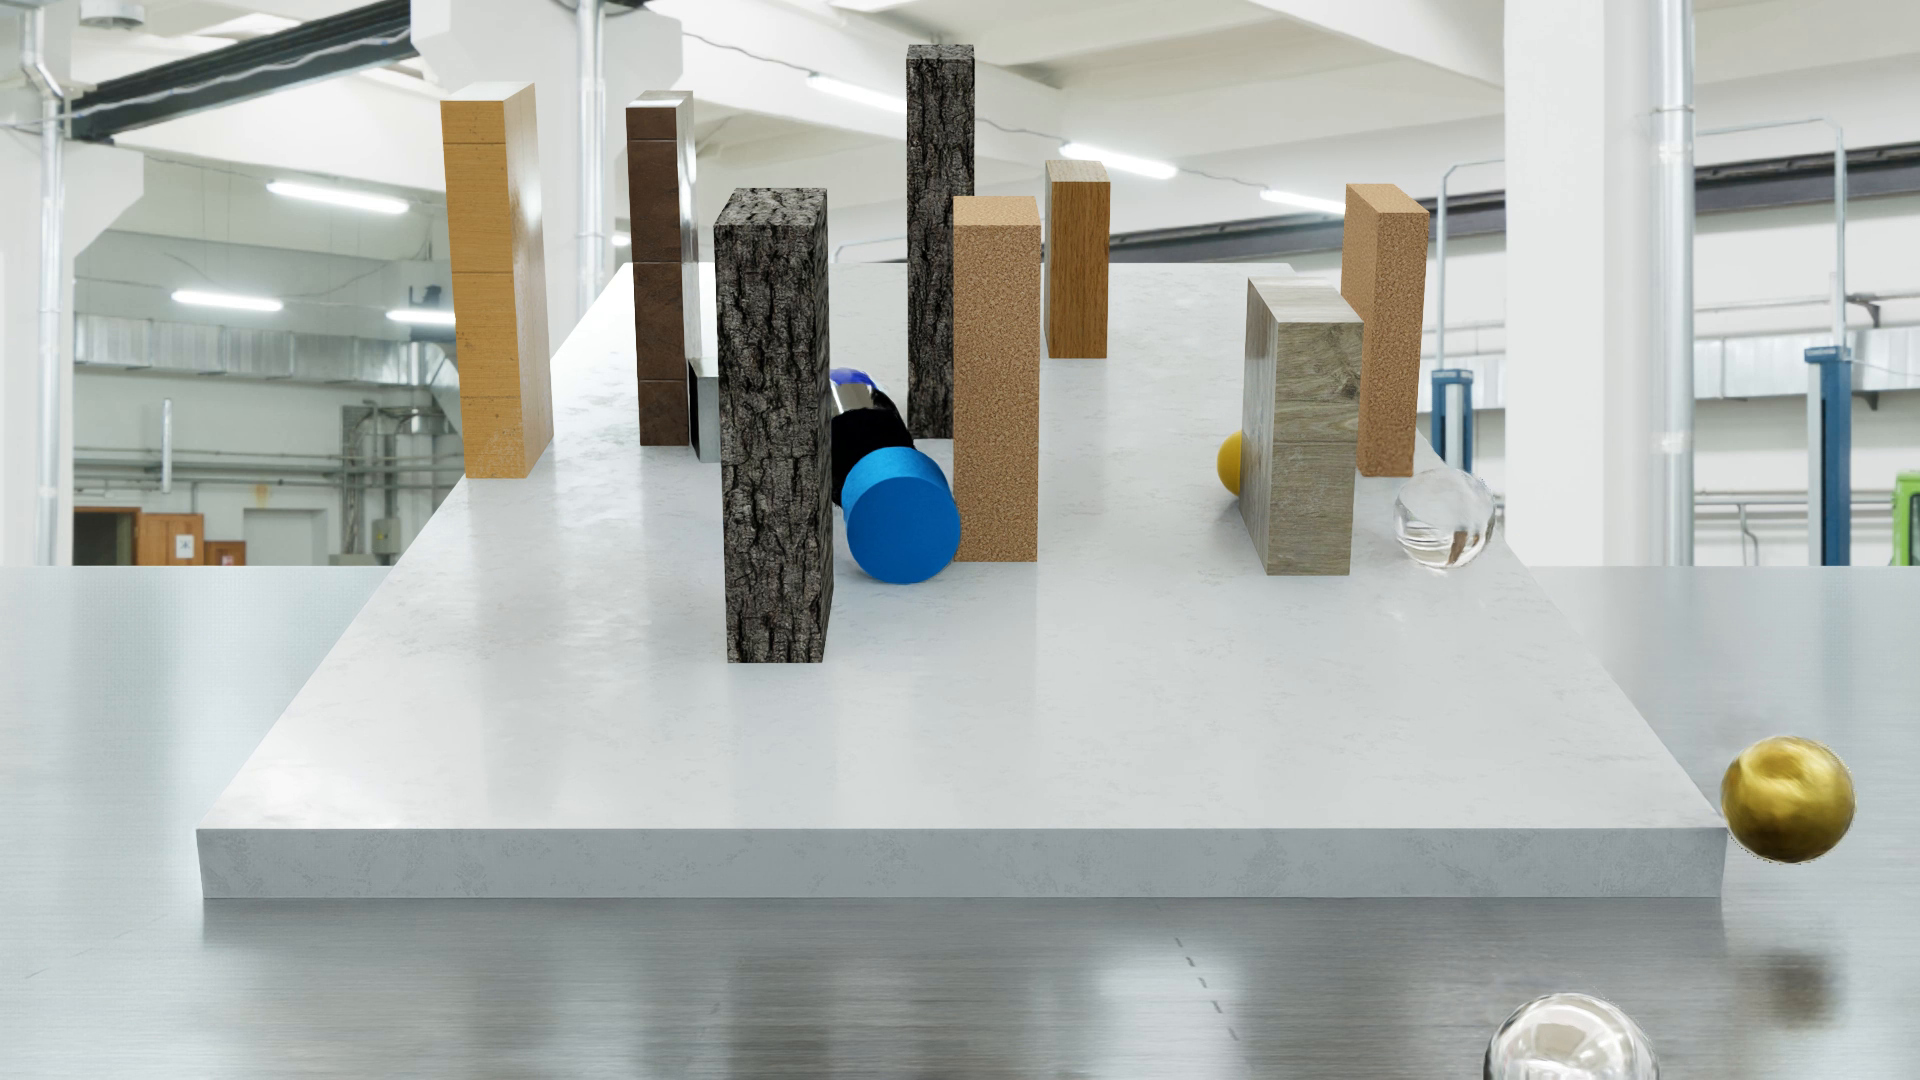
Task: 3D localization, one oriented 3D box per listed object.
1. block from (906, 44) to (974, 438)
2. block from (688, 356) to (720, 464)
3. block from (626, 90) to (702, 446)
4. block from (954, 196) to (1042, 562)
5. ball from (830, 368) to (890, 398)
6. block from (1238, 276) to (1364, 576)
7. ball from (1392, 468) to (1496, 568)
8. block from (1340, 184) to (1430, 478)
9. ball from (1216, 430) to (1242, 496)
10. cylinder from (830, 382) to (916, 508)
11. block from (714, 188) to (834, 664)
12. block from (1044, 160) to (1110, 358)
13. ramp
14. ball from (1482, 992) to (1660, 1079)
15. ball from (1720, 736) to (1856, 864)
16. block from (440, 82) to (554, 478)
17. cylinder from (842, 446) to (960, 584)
[{"bbox_3d":[-0.041,-0.647,4.812,0.140,0.798,0.328,0,18,0],"label":"block"},{"bbox_3d":[-0.465,-0.276,4.661,0.182,0.182,0.182,-4,18,-12],"label":"block"},{"bbox_3d":[-0.626,-0.584,4.763,0.102,0.707,0.316,0,18,0],"label":"block"},{"bbox_3d":[0.063,-0.296,4.032,0.149,0.602,0.319,0,18,0],"label":"block"},{"bbox_3d":[-0.237,-0.245,4.522,0.208,0.208,0.208,0,-1,0],"label":"ball"},{"bbox_3d":[0.608,-0.214,4.025,0.145,0.451,0.406,0,18,0],"label":"block"},{"bbox_3d":[0.851,-0.039,3.925,0.178,0.178,0.178,0,-1,0],"label":"ball"},{"bbox_3d":[0.862,-0.438,4.594,0.099,0.535,0.379,0,18,0],"label":"block"},{"bbox_3d":[0.568,-0.148,4.332,0.140,0.140,0.140,0,-1,0],"label":"ball"},{"bbox_3d":[-0.199,-0.182,4.329,0.204,0.204,0.204,0,17,-9],"label":"cylinder"},{"bbox_3d":[-0.290,-0.190,3.555,0.148,0.687,0.361,0,18,0],"label":"block"},{"bbox_3d":[0.291,-0.712,5.617,0.142,0.436,0.372,0,18,0],"label":"block"},{"bbox_3d":[-0.003,-0.182,4.831,2.000,0.100,4.000,0,18,0],"label":"ramp"},{"bbox_3d":[0.449,0.397,1.639,0.126,0.126,0.126,0,-1,0],"label":"ball"},{"bbox_3d":[1.058,0.331,2.854,0.163,0.163,0.163,0,-1,0],"label":"ball"},{"bbox_3d":[-0.932,-0.531,4.526,0.121,0.749,0.336,0,18,0],"label":"block"},{"bbox_3d":[-0.106,-0.045,3.914,0.195,0.195,0.195,0,18,-6],"label":"cylinder"}]
